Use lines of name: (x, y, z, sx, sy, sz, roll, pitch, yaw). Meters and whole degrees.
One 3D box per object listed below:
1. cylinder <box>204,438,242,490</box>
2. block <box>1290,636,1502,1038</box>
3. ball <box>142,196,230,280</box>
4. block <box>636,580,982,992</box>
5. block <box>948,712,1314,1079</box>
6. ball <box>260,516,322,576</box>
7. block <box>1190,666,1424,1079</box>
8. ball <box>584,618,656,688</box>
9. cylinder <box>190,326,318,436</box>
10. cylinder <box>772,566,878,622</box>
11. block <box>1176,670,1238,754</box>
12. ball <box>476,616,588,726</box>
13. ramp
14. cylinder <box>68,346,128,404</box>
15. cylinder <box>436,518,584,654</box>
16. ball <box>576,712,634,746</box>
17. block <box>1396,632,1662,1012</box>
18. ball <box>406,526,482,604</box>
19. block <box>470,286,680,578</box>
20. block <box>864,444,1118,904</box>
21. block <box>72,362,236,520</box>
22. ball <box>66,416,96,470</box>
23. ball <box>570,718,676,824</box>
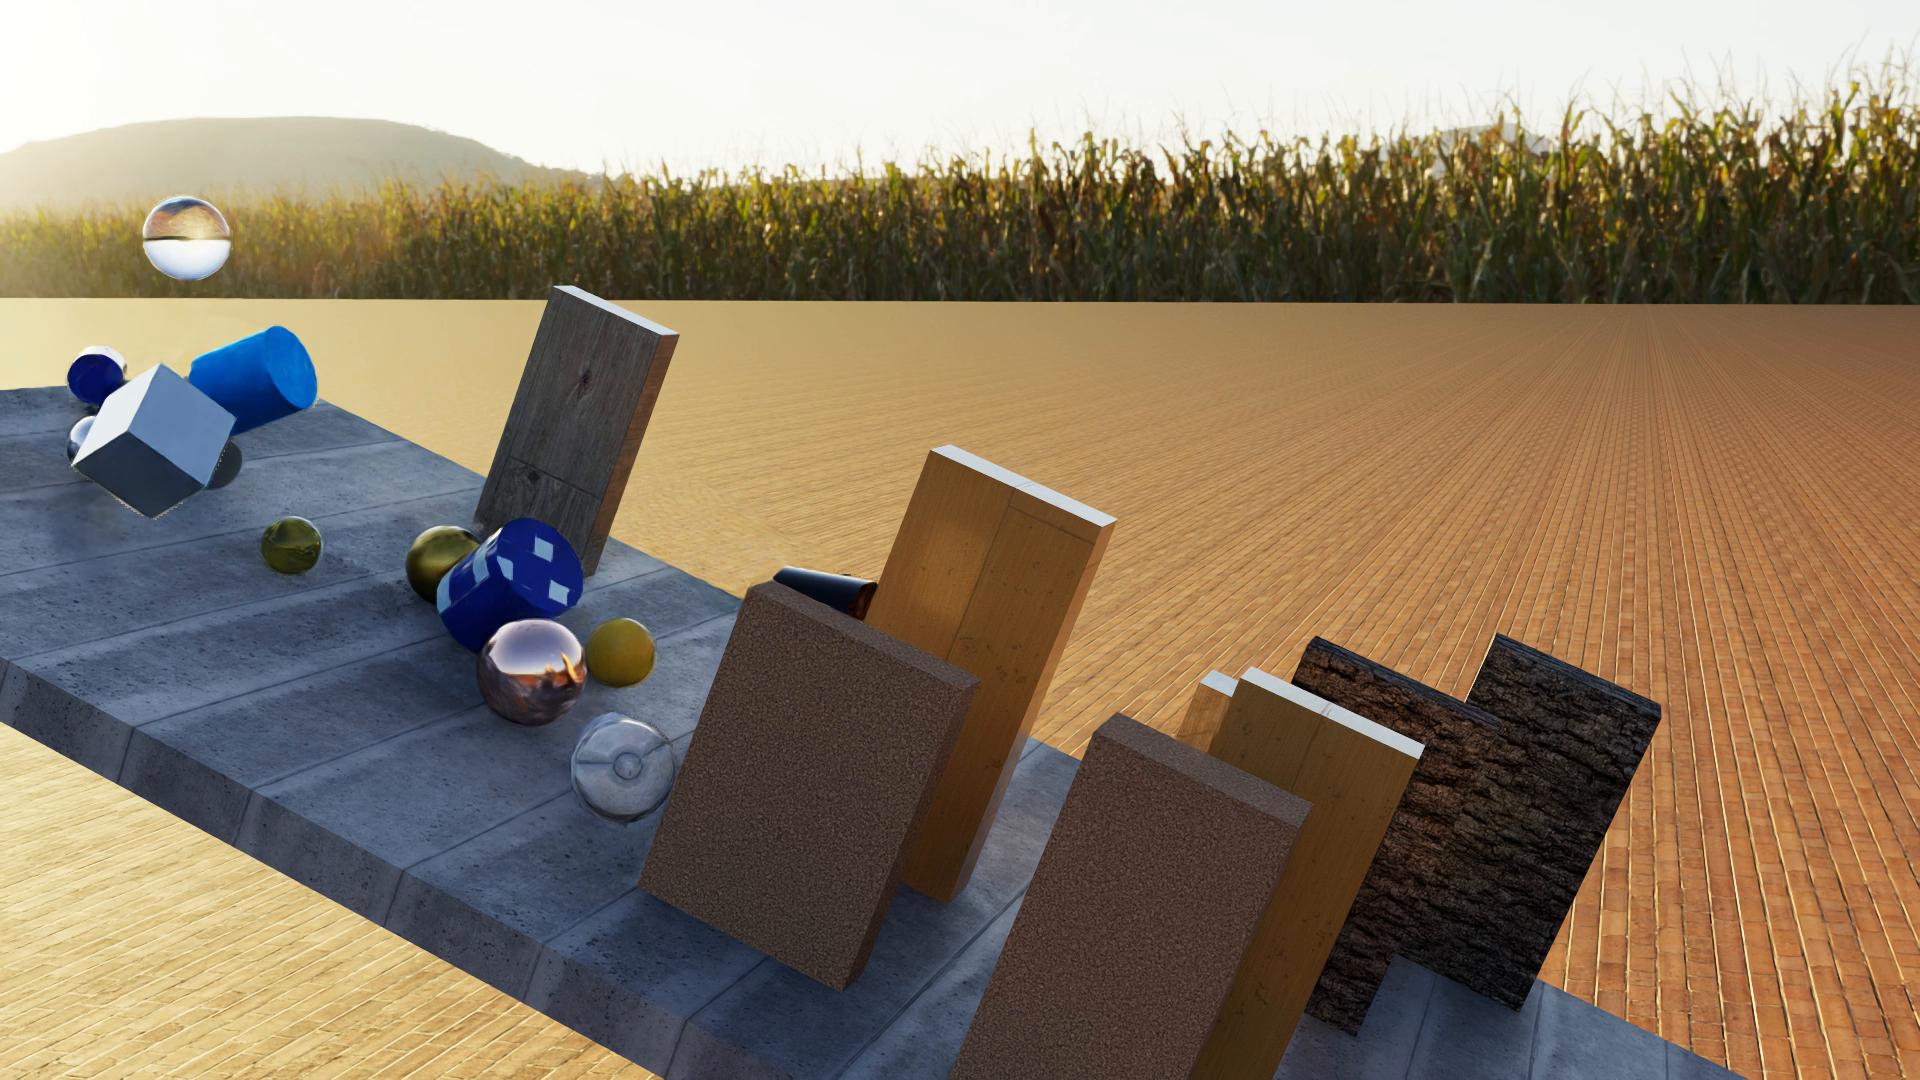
cylinder: (-1.583, -0.180, 4.600, 0.114, 0.114, 0.114, 31, 24, 35)
block: (0.702, 0.552, 4.112, 0.372, 0.643, 0.108, 25, 13, 13)
ball: (-1.647, -0.642, 4.686, 0.178, 0.178, 0.178, 0, 7, 0)
block: (-0.244, 0.388, 3.491, 0.379, 0.535, 0.099, 25, 13, 13)
block: (0.247, 0.603, 3.253, 0.319, 0.602, 0.149, 25, 13, 13)
ball: (-1.299, 0.011, 4.276, 0.115, 0.115, 0.115, 0, 7, 0)
block: (0.469, 0.578, 3.552, 0.301, 0.676, 0.105, 25, 13, 13)
ball: (-0.674, 0.223, 4.365, 0.140, 0.140, 0.140, 0, 7, 0)
cylinder: (-1.585, -0.356, 4.939, 0.195, 0.195, 0.195, -18, 2, 15)
cylinder: (-0.296, 0.174, 4.783, 0.204, 0.204, 0.204, 10, 10, 23)
block: (0.586, 0.555, 4.349, 0.406, 0.451, 0.145, 25, 13, 13)
ball: (-0.778, 0.238, 3.999, 0.199, 0.199, 0.199, 0, 7, 0)
ramp: (-0.306, 0.543, 4.194, 4.000, 0.100, 2.000, 25, 13, 13)
cylinder: (-1.879, -0.360, 4.793, 0.113, 0.113, 0.113, -2, 14, -16)
cylinder: (-0.869, 0.094, 4.250, 0.201, 0.201, 0.201, -34, -14, 34)
ball: (-0.614, 0.370, 3.884, 0.129, 0.129, 0.129, 0, 7, 0)
block: (1.144, 0.587, 4.591, 0.361, 0.687, 0.148, 25, 13, 13)
ball: (-1.034, 0.052, 4.432, 0.163, 0.163, 0.163, 0, 7, 0)
block: (-0.866, -0.240, 4.933, 0.282, 0.592, 0.096, 25, 13, 13)
block: (-0.020, 0.242, 3.971, 0.336, 0.749, 0.121, 25, 13, 13)
block: (-1.555, -0.191, 4.250, 0.182, 0.182, 0.182, -24, -50, 32)
ball: (-1.713, -0.186, 4.385, 0.126, 0.126, 0.126, 0, 7, 0)
ball: (-0.538, 0.369, 3.508, 0.167, 0.167, 0.167, 0, 7, 0)
